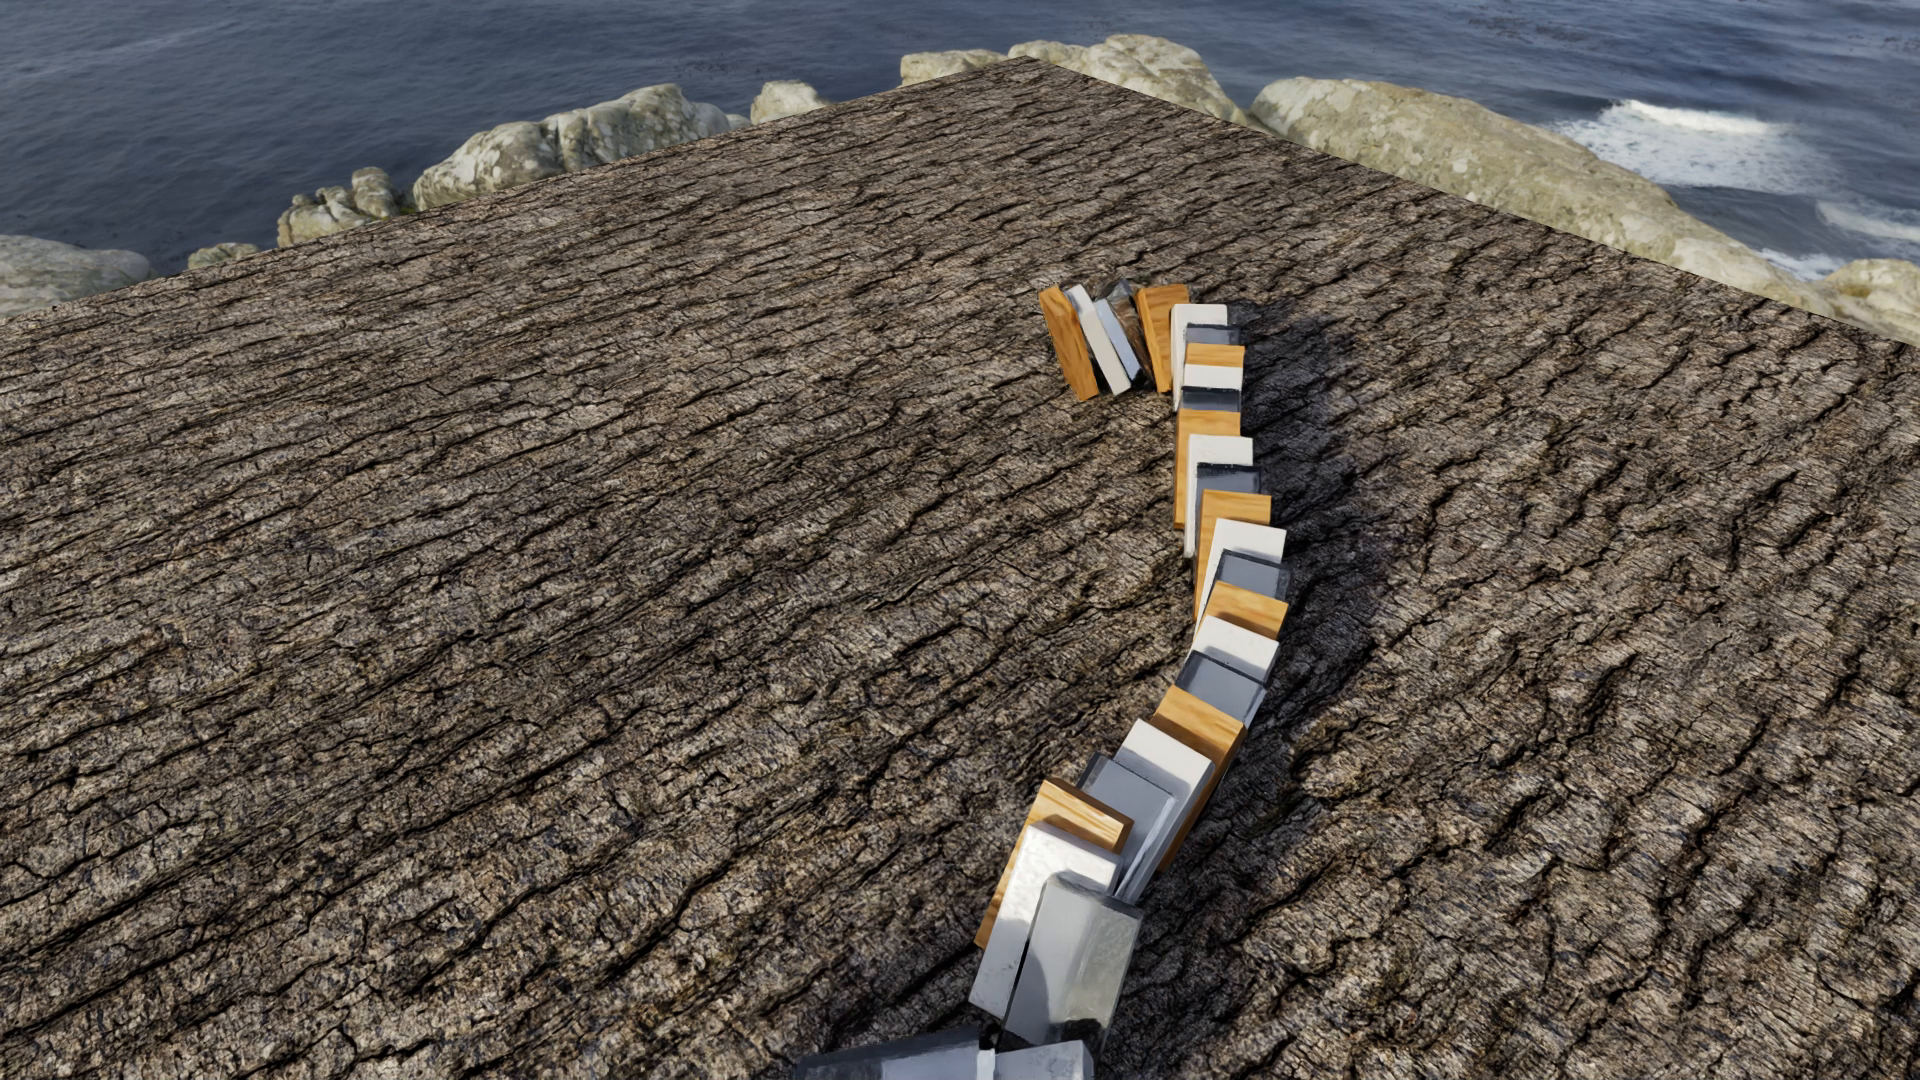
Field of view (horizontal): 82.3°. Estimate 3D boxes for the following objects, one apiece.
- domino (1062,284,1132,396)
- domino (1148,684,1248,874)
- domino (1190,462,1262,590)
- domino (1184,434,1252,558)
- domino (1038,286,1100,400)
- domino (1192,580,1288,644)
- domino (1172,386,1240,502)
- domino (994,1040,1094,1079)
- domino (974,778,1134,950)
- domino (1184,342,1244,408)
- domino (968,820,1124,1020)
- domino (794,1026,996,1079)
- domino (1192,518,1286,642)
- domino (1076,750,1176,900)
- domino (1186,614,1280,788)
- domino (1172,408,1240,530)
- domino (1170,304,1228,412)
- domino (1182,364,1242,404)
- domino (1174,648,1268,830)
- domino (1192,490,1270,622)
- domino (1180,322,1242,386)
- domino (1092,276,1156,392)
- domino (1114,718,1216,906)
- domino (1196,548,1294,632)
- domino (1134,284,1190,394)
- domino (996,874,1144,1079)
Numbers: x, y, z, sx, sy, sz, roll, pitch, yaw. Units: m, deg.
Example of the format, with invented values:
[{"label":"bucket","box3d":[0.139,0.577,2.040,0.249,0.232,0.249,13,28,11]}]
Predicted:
[{"label":"domino","box3d":[0.066,-0.096,0.530,0.010,0.050,0.025,-27,40,9]},{"label":"domino","box3d":[0.063,0.072,0.335,0.025,0.009,0.050,28,80,30]},{"label":"domino","box3d":[0.104,-0.005,0.429,0.025,0.010,0.050,4,71,5]},{"label":"domino","box3d":[0.104,-0.017,0.444,0.025,0.009,0.050,4,73,5]},{"label":"domino","box3d":[0.052,-0.094,0.526,0.010,0.050,0.025,-24,42,0]},{"label":"domino","box3d":[0.091,0.041,0.372,0.025,0.009,0.050,19,76,21]},{"label":"domino","box3d":[0.106,-0.040,0.472,0.025,0.009,0.050,5,75,6]},{"label":"domino","box3d":[0.007,0.137,0.261,0.050,0.010,0.025,-16,29,14]},{"label":"domino","box3d":[0.026,0.094,0.302,0.025,0.050,0.010,25,5,27]},{"label":"domino","box3d":[0.114,-0.063,0.498,0.025,0.009,0.050,5,78,6]},{"label":"domino","box3d":[0.023,0.103,0.290,0.025,0.050,0.009,20,3,22]},{"label":"domino","box3d":[-0.017,0.134,0.262,0.050,0.010,0.025,-18,29,17]},{"label":"domino","box3d":[0.101,0.019,0.400,0.025,0.010,0.050,11,74,13]},{"label":"domino","box3d":[0.038,0.089,0.315,0.025,0.010,0.050,27,79,29]},{"label":"domino","box3d":[0.083,0.052,0.359,0.025,0.010,0.050,22,77,24]},{"label":"domino","box3d":[0.103,-0.029,0.458,0.025,0.010,0.050,4,74,5]},{"label":"domino","box3d":[0.114,-0.087,0.523,0.025,0.009,0.050,1,81,-4]},{"label":"domino","box3d":[0.110,-0.052,0.485,0.025,0.009,0.050,5,76,6]},{"label":"domino","box3d":[0.074,0.063,0.347,0.025,0.009,0.050,25,78,28]},{"label":"domino","box3d":[0.103,0.007,0.415,0.025,0.009,0.050,6,72,7]},{"label":"domino","box3d":[0.116,-0.074,0.510,0.025,0.010,0.050,5,81,6]},{"label":"domino","box3d":[0.083,-0.100,0.535,0.009,0.050,0.025,-16,25,37]},{"label":"domino","box3d":[0.051,0.081,0.325,0.025,0.009,0.050,28,79,30]},{"label":"domino","box3d":[0.097,0.030,0.386,0.025,0.009,0.050,16,75,18]},{"label":"domino","box3d":[0.103,-0.098,0.535,0.025,0.050,0.009,-13,-3,-24]},{"label":"domino","box3d":[0.027,0.114,0.277,0.025,0.050,0.009,17,2,19]}]
